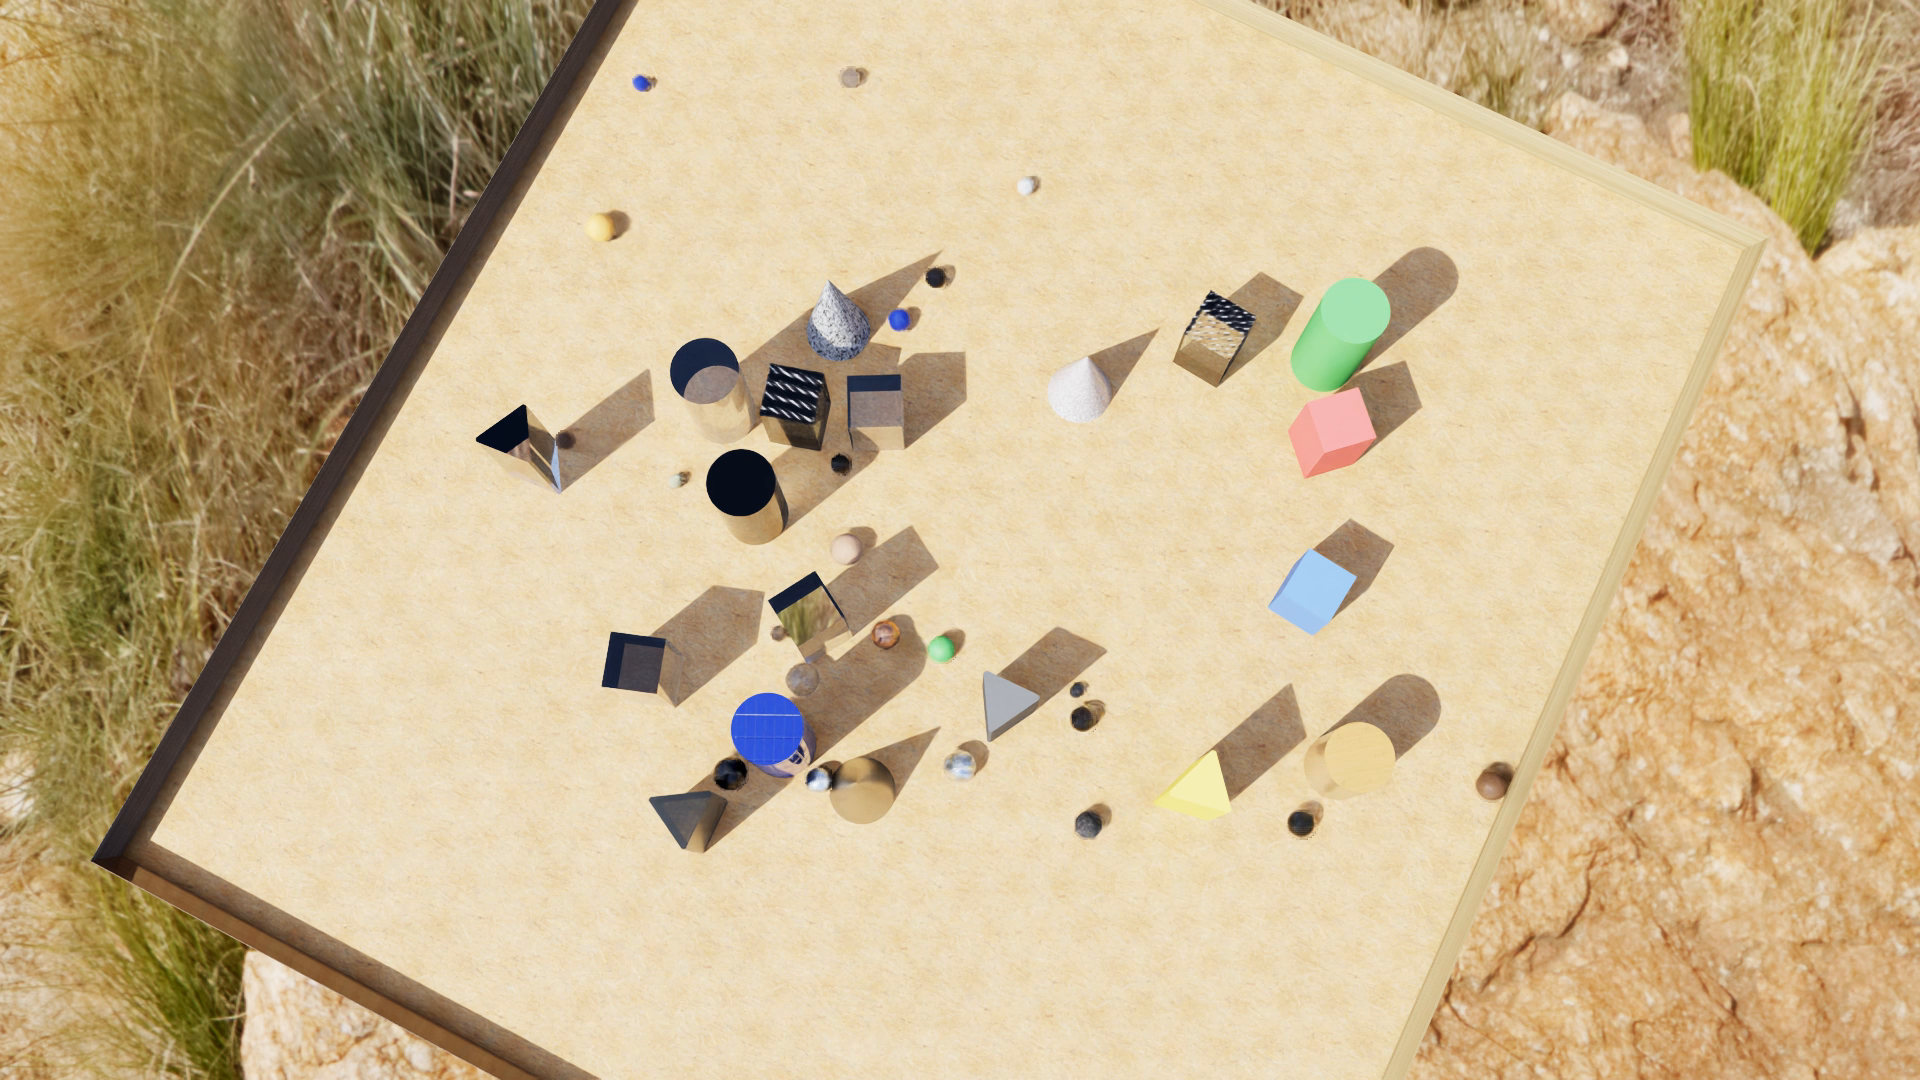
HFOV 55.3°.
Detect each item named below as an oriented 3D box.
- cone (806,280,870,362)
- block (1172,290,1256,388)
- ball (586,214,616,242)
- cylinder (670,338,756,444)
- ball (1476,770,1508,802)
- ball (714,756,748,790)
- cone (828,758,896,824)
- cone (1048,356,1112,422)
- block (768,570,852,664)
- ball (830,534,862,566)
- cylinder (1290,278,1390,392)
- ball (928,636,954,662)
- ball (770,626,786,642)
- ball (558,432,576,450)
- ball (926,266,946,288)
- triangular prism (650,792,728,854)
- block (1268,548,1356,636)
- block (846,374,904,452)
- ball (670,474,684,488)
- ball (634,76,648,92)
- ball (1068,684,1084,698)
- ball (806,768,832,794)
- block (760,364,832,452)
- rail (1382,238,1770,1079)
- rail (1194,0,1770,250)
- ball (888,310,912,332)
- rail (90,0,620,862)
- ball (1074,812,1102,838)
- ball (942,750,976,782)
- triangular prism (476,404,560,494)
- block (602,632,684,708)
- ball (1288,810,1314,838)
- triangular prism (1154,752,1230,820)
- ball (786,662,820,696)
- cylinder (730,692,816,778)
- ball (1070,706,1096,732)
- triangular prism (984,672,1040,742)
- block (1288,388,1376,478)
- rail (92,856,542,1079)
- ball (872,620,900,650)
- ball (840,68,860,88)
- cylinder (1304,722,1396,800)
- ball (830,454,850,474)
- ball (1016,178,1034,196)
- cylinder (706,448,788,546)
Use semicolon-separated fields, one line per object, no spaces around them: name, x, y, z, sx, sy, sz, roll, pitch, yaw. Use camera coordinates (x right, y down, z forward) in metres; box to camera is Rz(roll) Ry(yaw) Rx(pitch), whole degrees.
cone;-0.382;-0.705;5.519;0.200;0.477;0.200;0;78;0
block;0.775;-0.611;5.595;0.160;0.289;0.160;32;80;6
ball;-1.131;-0.983;5.774;0.089;0.089;0.089;0;78;0
cylinder;-0.733;-0.440;5.478;0.200;0.450;0.200;0;78;0
ball;1.572;0.726;5.420;0.092;0.092;0.092;0;78;0
ball;-0.680;0.690;5.423;0.099;0.099;0.099;0;78;0
cone;-0.291;0.712;5.296;0.200;0.340;0.200;0;78;0
cone;0.372;-0.499;5.531;0.200;0.371;0.200;0;78;0
block;-0.436;0.233;5.376;0.160;0.378;0.160;-32;80;-6
ball;-0.346;0.028;5.561;0.098;0.098;0.098;0;78;0
cylinder;1.134;-0.609;5.493;0.200;0.490;0.200;0;78;0
ball;-0.056;0.328;5.508;0.080;0.080;0.080;0;78;0
ball;-0.548;0.283;5.533;0.048;0.048;0.048;0;78;0
ball;-1.214;-0.307;5.652;0.055;0.055;0.055;0;78;0
ball;-0.075;-0.823;5.753;0.067;0.067;0.067;0;78;0
triangular prism;-0.753;0.781;5.266;0.150;0.370;0.173;-35;80;-7
block;1.044;0.157;5.453;0.160;0.257;0.160;32;80;6
block;-0.254;-0.383;5.554;0.160;0.278;0.160;-1;78;0
ball;-0.871;-0.183;5.633;0.043;0.043;0.043;0;78;0
ball;-1.026;-1.468;5.895;0.050;0.050;0.050;0;78;0
ball;0.348;0.454;5.501;0.043;0.043;0.043;0;78;0
ball;-0.419;0.714;5.428;0.080;0.080;0.080;0;78;0
block;-0.495;-0.397;5.538;0.160;0.314;0.160;11;79;2
rail;1.608;0.794;5.385;0.045;0.130;3.955;26;80;5
rail;0.874;-1.704;5.902;3.643;0.130;0.045;26;80;5
ball;-0.188;-0.685;5.722;0.071;0.071;0.071;0;78;0
rail;-1.608;-0.780;5.711;0.045;0.130;3.955;26;80;5
ball;0.378;0.840;5.402;0.079;0.079;0.079;0;78;0
ball;-0.004;0.670;5.428;0.097;0.097;0.097;0;78;0
triangular prism;-1.283;-0.283;5.468;0.173;0.405;0.150;22;79;4
block;-0.924;0.383;5.360;0.160;0.347;0.160;7;78;2
ball;1.005;0.835;5.402;0.081;0.081;0.081;0;78;0
triangular prism;0.681;0.695;5.257;0.173;0.423;0.150;16;79;3
ball;-0.470;0.417;5.479;0.100;0.100;0.100;0;78;0
cylinder;-0.529;0.565;5.259;0.200;0.472;0.200;0;78;0
ball;0.365;0.534;5.467;0.077;0.077;0.077;0;78;0
triangular prism;0.114;0.466;5.360;0.173;0.314;0.150;-34;80;-7
block;1.116;-0.319;5.518;0.160;0.322;0.160;-17;79;-3
rail;-0.874;1.718;5.194;3.643;0.130;0.045;26;80;5
ball;-0.223;0.285;5.514;0.086;0.086;0.086;0;78;0
ball;-0.353;-1.485;5.892;0.063;0.063;0.063;0;78;0
cylinder;1.127;0.645;5.321;0.200;0.317;0.200;0;78;0
ball;-0.368;-0.233;5.634;0.060;0.060;0.060;0;78;0
ball;0.209;-1.123;5.820;0.057;0.057;0.057;0;78;0
cylinder;-0.626;-0.123;5.434;0.200;0.408;0.200;0;78;0
